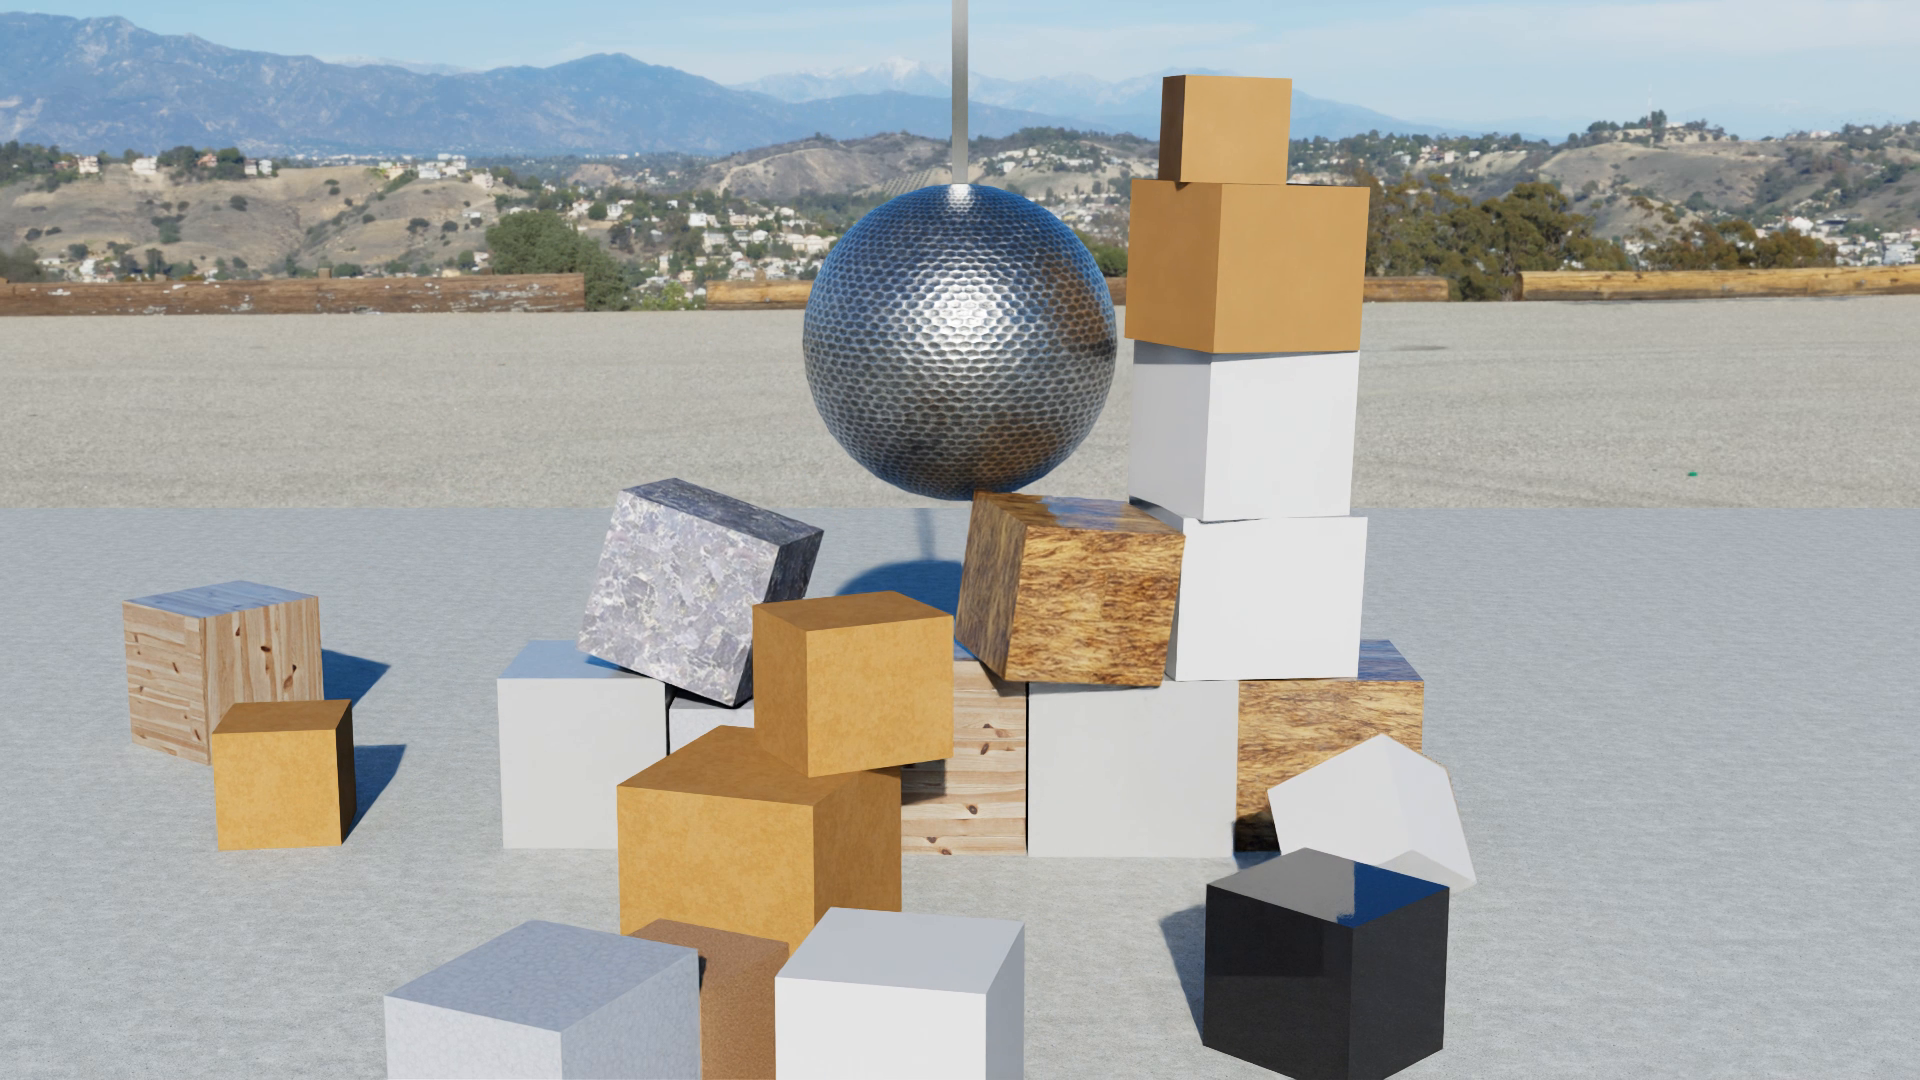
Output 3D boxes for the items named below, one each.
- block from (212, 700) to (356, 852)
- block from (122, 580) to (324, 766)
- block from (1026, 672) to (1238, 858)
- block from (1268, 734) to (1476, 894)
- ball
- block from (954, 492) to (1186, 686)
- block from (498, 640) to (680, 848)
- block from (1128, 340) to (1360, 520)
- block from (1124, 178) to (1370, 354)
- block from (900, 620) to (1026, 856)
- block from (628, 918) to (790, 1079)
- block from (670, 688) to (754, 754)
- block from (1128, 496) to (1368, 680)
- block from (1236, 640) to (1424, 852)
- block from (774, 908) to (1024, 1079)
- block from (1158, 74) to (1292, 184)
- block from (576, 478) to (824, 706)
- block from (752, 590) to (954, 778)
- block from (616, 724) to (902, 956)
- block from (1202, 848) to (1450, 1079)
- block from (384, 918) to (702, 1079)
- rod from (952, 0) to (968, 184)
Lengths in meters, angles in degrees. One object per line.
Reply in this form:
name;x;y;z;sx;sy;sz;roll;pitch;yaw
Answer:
block;-3.457;1.197;11.291;0.597;0.605;0.616;-1;10;-8
block;-4.336;0.764;12.972;0.791;0.856;0.790;8;13;38
block;0.854;1.037;11.352;1.026;0.898;1.066;0;10;0
block;1.806;1.302;9.674;0.615;0.565;0.529;-32;-42;30
ball;0.000;-0.997;11.138;1.600;1.600;1.600;0;10;0
block;0.524;0.233;10.779;0.825;0.753;0.724;3;13;-21
block;-1.876;1.042;11.380;0.829;0.878;0.846;0;10;0
block;1.399;-0.579;10.964;0.815;0.815;0.808;-2;11;-22
block;1.387;-1.345;10.713;0.853;0.780;0.779;-4;12;-28
block;-0.152;0.996;11.329;0.971;0.987;0.953;0;10;1
block;-1.005;1.797;7.935;0.568;0.626;0.576;5;12;27
block;-1.052;1.127;11.376;0.790;0.713;0.746;0;10;0
block;1.427;0.205;11.179;0.944;0.804;0.911;0;11;-12
block;1.829;1.045;11.364;0.916;0.879;0.917;0;10;0
block;-0.196;1.782;7.740;0.726;0.725;0.704;2;11;12
block;1.264;-1.965;10.541;0.511;0.492;0.482;0;10;-8
block;-1.306;0.244;11.146;0.857;0.835;0.771;19;10;10
block;-0.478;0.623;9.752;0.695;0.639;0.617;-5;12;-27
block;-0.858;1.378;9.683;0.895;0.823;1.036;3;11;18
block;1.423;1.663;8.565;0.640;0.664;0.684;-10;14;-44
block;-1.371;1.818;7.341;0.689;0.796;0.788;5;11;25
rod;0.000;-4.327;10.454;0.080;5.200;0.080;0;12;0
